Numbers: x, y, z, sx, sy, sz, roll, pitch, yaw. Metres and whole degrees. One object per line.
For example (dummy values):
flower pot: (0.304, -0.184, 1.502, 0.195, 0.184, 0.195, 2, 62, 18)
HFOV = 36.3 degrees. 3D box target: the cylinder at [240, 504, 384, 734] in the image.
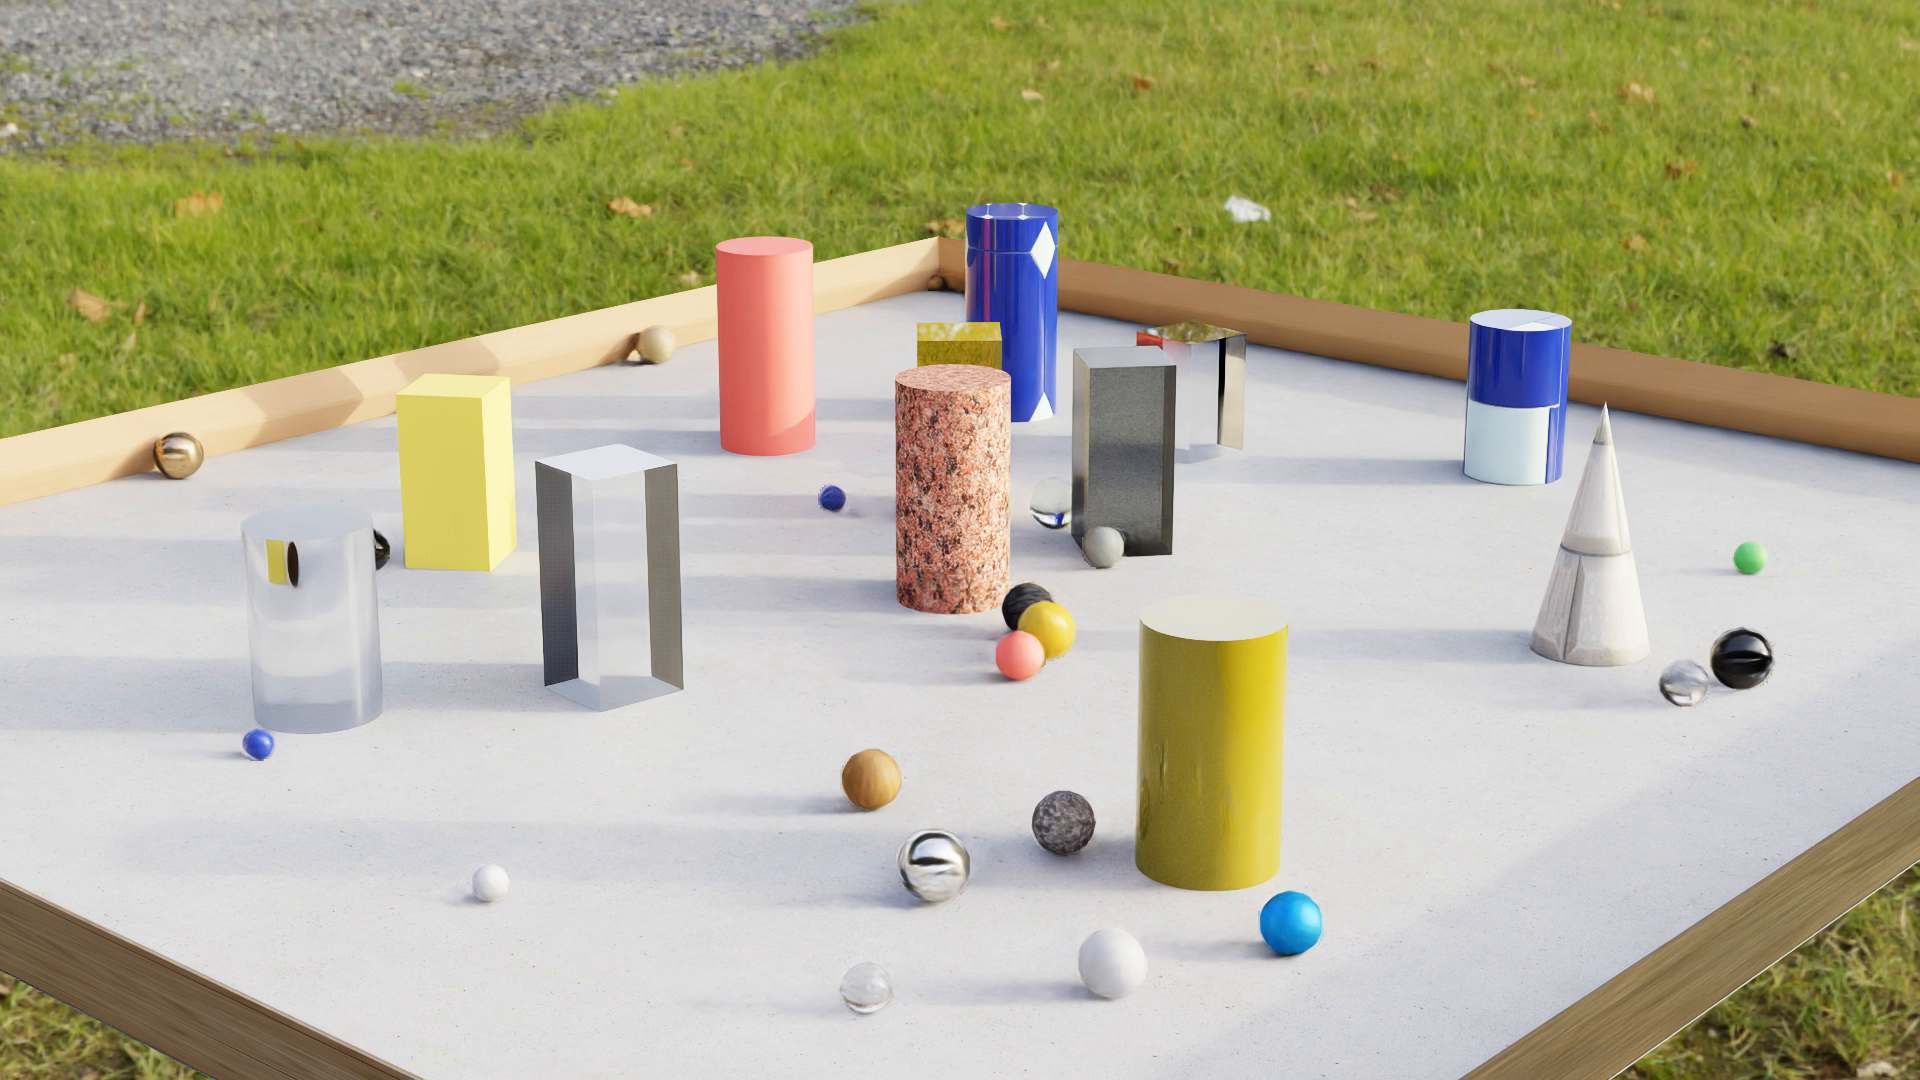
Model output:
cylinder: (-0.997, 0.120, 4.521, 0.198, 0.308, 0.198, 0, 17, 0)

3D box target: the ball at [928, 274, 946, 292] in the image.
ball: (-0.059, -0.664, 7.585, 0.043, 0.043, 0.043, 0, 17, 0)

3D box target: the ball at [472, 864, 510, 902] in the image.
ball: (-0.620, 0.452, 3.868, 0.049, 0.049, 0.049, 0, 17, 0)

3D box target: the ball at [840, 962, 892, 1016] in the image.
ball: (-0.113, 0.542, 3.544, 0.063, 0.063, 0.063, 0, 17, 0)

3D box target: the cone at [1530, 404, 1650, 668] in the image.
cone: (1.044, -0.023, 4.801, 0.198, 0.421, 0.198, 0, 17, 0)

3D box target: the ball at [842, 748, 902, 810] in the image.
ball: (-0.126, 0.340, 4.176, 0.086, 0.086, 0.086, 0, 17, 0)

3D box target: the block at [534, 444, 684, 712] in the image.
block: (-0.551, 0.057, 4.615, 0.159, 0.374, 0.159, -14, 22, -39)

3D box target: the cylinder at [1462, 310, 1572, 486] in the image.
cylinder: (1.112, -0.286, 5.857, 0.198, 0.315, 0.198, 0, 17, 0)

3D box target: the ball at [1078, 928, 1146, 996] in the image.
ball: (0.185, 0.517, 3.591, 0.084, 0.084, 0.084, 0, 17, 0)

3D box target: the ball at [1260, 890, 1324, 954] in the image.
ball: (0.419, 0.484, 3.708, 0.080, 0.080, 0.080, 0, 17, 0)

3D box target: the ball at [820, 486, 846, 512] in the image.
ball: (-0.244, -0.080, 5.634, 0.050, 0.050, 0.050, 0, 17, 0)

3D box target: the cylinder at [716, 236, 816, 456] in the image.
cylinder: (-0.401, -0.402, 6.061, 0.198, 0.419, 0.198, 0, 17, 0)

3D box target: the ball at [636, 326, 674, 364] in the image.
ball: (-0.708, -0.452, 6.801, 0.088, 0.088, 0.088, 0, 17, 0)

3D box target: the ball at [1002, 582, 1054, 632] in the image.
ball: (0.114, 0.116, 4.916, 0.088, 0.088, 0.088, 0, 17, 0)

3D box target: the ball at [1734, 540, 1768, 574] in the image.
ball: (1.416, 0.031, 5.249, 0.059, 0.059, 0.059, 0, 17, 0)

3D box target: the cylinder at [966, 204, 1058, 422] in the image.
cylinder: (0.111, -0.491, 6.320, 0.198, 0.440, 0.198, 0, 17, 0)

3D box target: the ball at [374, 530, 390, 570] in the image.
ball: (-1.061, 0.019, 5.251, 0.080, 0.080, 0.080, 0, 17, 0)

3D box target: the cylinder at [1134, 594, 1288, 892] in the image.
cylinder: (0.337, 0.271, 3.945, 0.198, 0.352, 0.198, 0, 17, 0)

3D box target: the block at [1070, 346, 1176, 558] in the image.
block: (0.298, -0.162, 5.374, 0.159, 0.356, 0.159, -3, 17, -8)

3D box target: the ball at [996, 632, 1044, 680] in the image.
ball: (0.095, 0.185, 4.702, 0.078, 0.078, 0.078, 0, 17, 0)

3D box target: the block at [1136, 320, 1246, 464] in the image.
block: (0.473, -0.306, 6.035, 0.159, 0.250, 0.159, -14, 22, -39)

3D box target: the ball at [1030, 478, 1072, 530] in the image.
ball: (0.179, -0.069, 5.514, 0.098, 0.098, 0.098, 0, 17, 0)

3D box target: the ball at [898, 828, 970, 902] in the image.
ball: (-0.034, 0.428, 3.864, 0.096, 0.096, 0.096, 0, 17, 0)

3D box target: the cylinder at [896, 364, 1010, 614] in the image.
cylinder: (-0.012, -0.089, 5.067, 0.198, 0.394, 0.198, 0, 17, 0)

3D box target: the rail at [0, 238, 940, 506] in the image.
rail: (-1.317, -0.298, 6.215, 0.045, 0.129, 3.897, 14, 22, 39)

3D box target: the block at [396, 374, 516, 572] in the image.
block: (-0.909, -0.123, 5.306, 0.159, 0.321, 0.159, 3, 17, 9)

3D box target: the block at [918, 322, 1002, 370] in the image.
block: (-0.002, -0.228, 5.606, 0.159, 0.349, 0.159, 0, 17, -1)

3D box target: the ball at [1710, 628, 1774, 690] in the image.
ball: (1.241, 0.188, 4.657, 0.099, 0.099, 0.099, 0, 17, 0)

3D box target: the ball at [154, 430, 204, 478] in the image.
ball: (-1.559, -0.171, 5.854, 0.096, 0.096, 0.096, 0, 17, 0)

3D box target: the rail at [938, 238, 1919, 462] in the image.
rail: (1.262, -0.387, 6.511, 3.536, 0.129, 0.045, 14, 22, 39)

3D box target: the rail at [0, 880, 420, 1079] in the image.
rail: (-1.262, 0.451, 3.728, 3.536, 0.129, 0.045, 14, 22, 39)

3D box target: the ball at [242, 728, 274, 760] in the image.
ball: (-1.045, 0.303, 4.367, 0.047, 0.047, 0.047, 0, 17, 0)

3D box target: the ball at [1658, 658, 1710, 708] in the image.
ball: (1.130, 0.223, 4.580, 0.077, 0.077, 0.077, 0, 17, 0)

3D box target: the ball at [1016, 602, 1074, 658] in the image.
ball: (0.140, 0.147, 4.801, 0.094, 0.094, 0.094, 0, 17, 0)

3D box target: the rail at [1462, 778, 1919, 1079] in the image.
rail: (1.317, 0.362, 4.025, 0.045, 0.129, 3.897, 14, 22, 39)

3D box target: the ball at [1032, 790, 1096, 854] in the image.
ball: (0.142, 0.387, 4.019, 0.087, 0.087, 0.087, 0, 17, 0)

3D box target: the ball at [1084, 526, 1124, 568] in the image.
ball: (0.259, 0.012, 5.286, 0.073, 0.073, 0.073, 0, 17, 0)
